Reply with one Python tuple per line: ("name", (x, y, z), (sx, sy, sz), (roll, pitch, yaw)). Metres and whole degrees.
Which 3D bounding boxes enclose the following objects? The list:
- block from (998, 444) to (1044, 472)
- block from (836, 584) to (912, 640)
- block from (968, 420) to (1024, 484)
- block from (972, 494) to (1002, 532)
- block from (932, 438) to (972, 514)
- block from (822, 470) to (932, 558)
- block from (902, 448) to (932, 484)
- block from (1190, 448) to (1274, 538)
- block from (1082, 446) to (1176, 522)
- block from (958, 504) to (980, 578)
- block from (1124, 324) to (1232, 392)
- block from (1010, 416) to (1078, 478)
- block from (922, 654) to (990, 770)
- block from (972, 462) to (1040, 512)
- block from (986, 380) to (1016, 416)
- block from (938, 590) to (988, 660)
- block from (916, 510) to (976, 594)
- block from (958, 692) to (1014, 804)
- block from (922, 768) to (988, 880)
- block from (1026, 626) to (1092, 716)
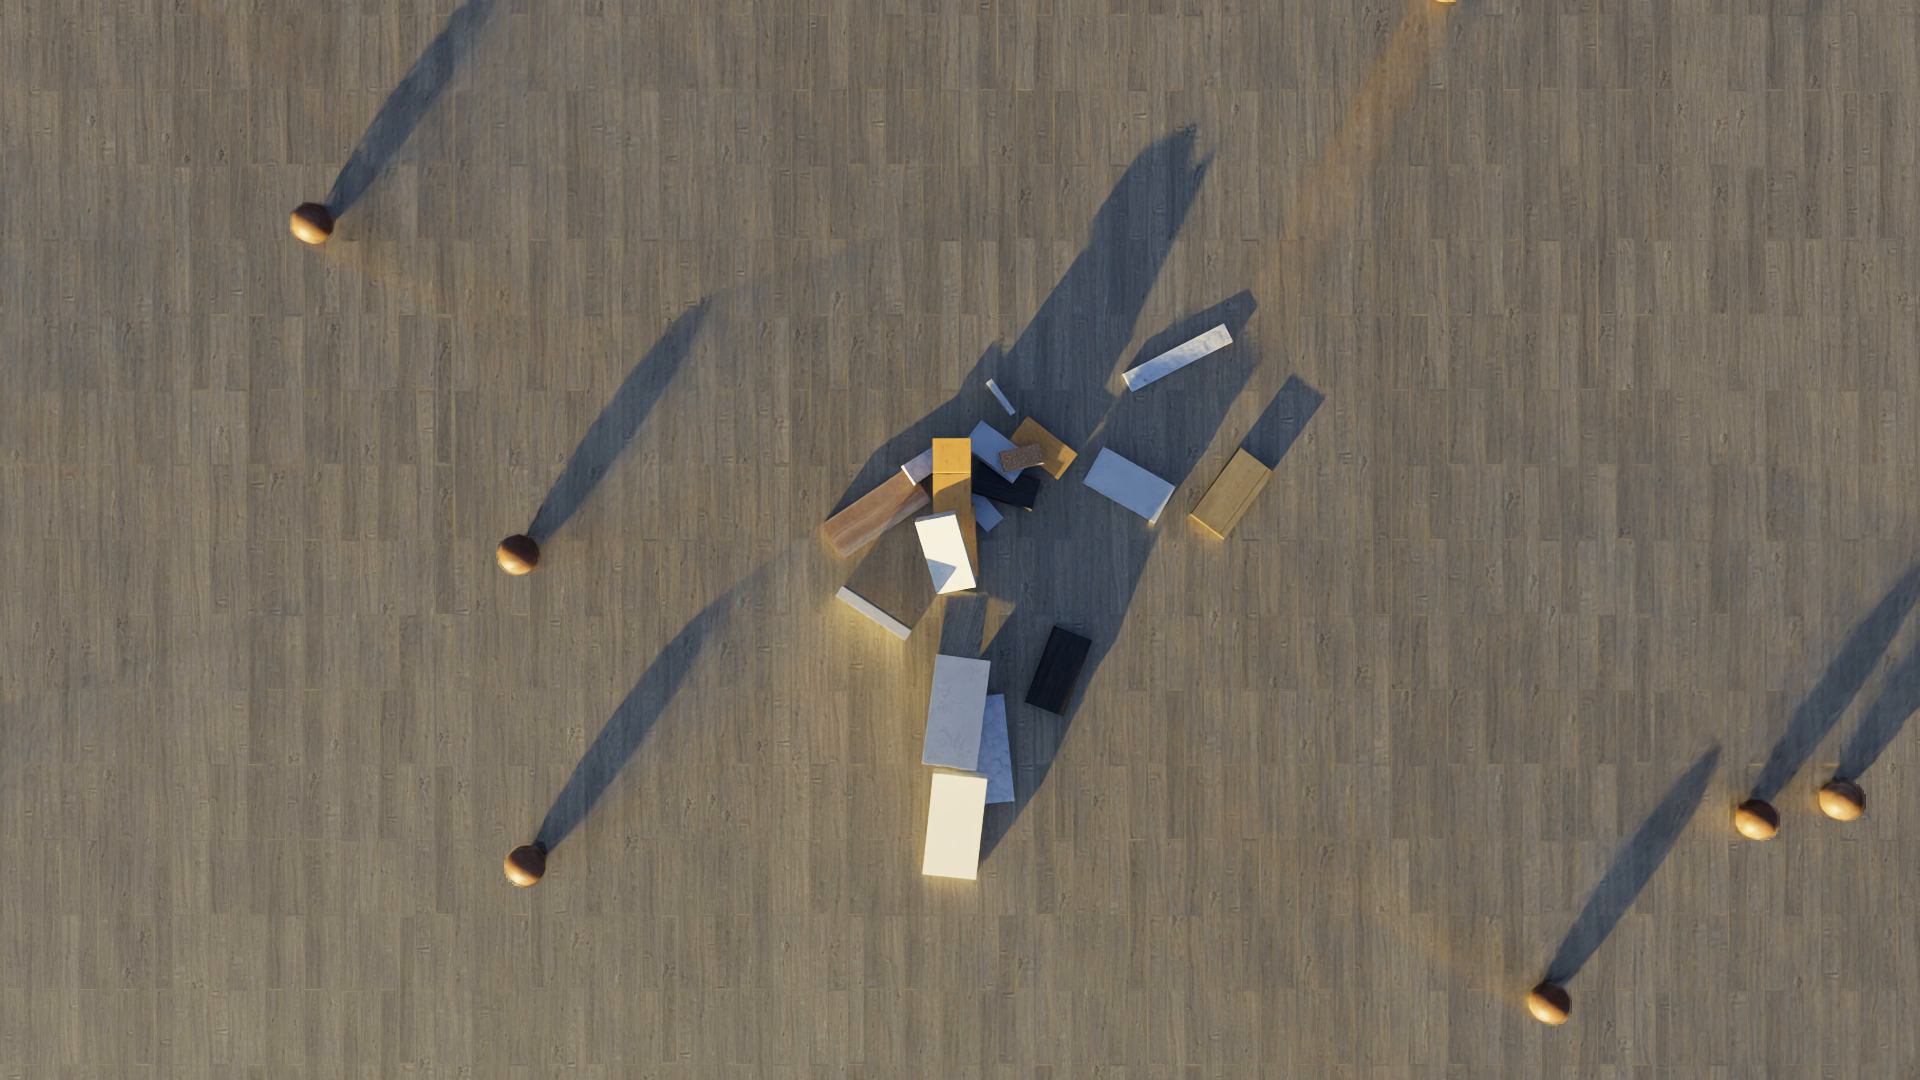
("block", (0.202, -0.271, 5.442), (0.135, 0.019, 0.068), (-12, 78, -7))
("block", (-0.281, 0.238, 5.433), (0.269, 0.135, 0.038), (33, 90, 0))
("block", (0.122, -0.292, 5.466), (0.210, 0.030, 0.105), (37, 77, 4))
("block", (0.069, -0.104, 5.490), (0.073, 0.021, 0.146), (-42, 90, 0))
("block", (-0.025, -0.207, 5.368), (0.123, 0.035, 0.246), (0, 92, 6))
("block", (-0.277, -0.090, 5.481), (0.347, 0.039, 0.137), (-34, 90, 0))
("block", (-0.113, -0.252, 5.467), (0.146, 0.021, 0.073), (-34, 90, -18))
("block", (0.903, -0.155, 5.481), (0.137, 0.039, 0.274), (36, 90, 0))
("block", (0.561, -0.184, 5.481), (0.275, 0.039, 0.137), (29, 90, 0))
("block", (-0.006, 0.003, 5.441), (0.123, 0.035, 0.246), (-2, 107, 7))
("block", (0.725, -0.607, 5.490), (0.374, 0.019, 0.068), (-27, 90, 0))
("block", (0.275, -0.307, 5.485), (0.210, 0.030, 0.105), (38, 90, 0))
("block", (-0.011, 0.557, 5.340), (0.177, 0.050, 0.354), (7, 85, 2))
("block", (0.152, -0.178, 5.472), (0.210, 0.030, 0.105), (18, 76, -1))
("block", (0.136, -0.471, 5.466), (0.019, 0.068, 0.135), (-36, 90, 0))
("block", (0.009, 0.303, 5.437), (0.134, 0.038, 0.268), (8, 72, 2))
("block", (-0.045, 0.041, 5.400), (0.135, 0.038, 0.269), (-11, 115, 12))
("block", (0.074, 0.695, 5.475), (0.177, 0.050, 0.354), (-6, 90, 0))
("block", (-0.017, 0.936, 5.437), (0.177, 0.050, 0.354), (6, 103, 0))
("block", (0.328, 0.436, 5.481), (0.135, 0.038, 0.269), (21, 90, 0))
